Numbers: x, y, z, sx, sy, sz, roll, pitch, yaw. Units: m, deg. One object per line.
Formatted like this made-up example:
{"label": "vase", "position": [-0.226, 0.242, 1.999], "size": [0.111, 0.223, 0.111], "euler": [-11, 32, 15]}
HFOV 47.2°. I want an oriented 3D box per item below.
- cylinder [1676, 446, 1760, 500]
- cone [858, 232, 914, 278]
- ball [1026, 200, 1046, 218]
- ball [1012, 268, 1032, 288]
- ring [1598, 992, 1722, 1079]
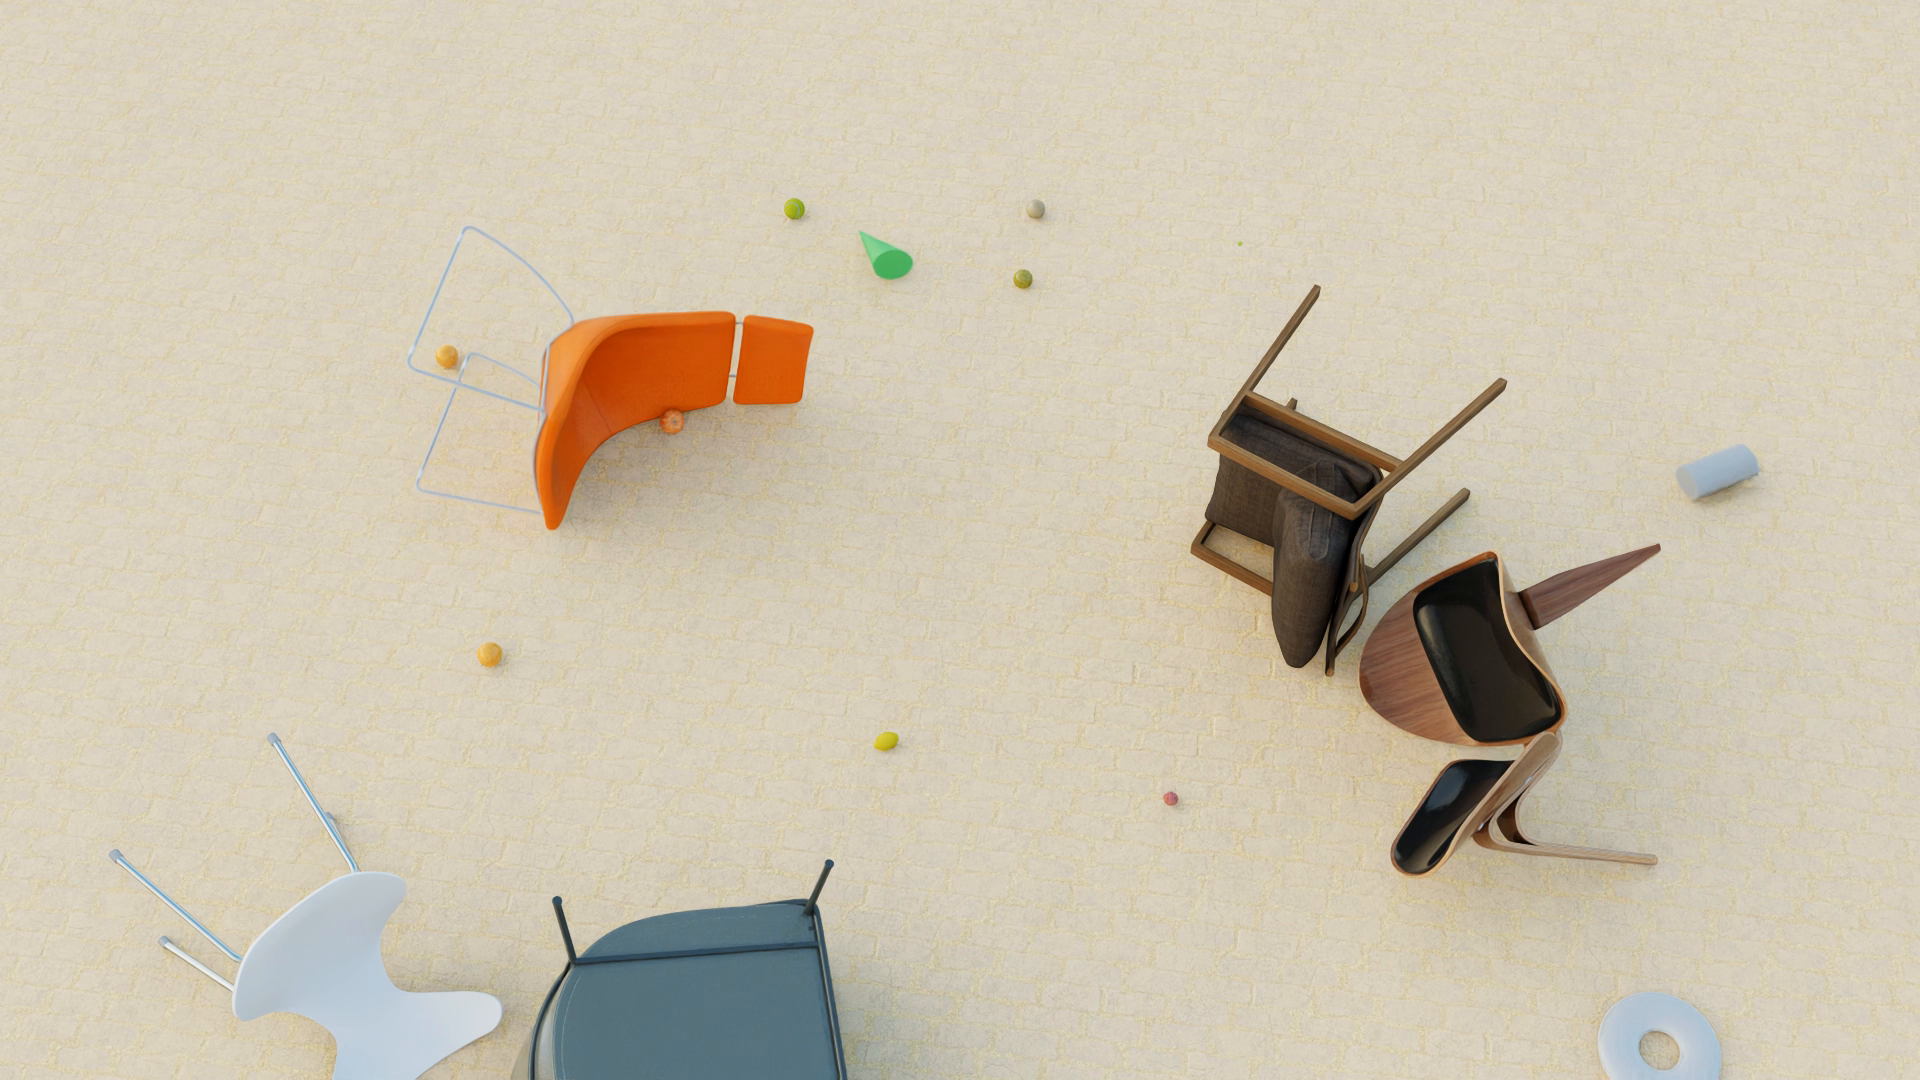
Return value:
{"label": "cylinder", "position": [2.296, -0.205, 6.660], "size": [0.219, 0.085, 0.109], "euler": [-20, 56, -13]}
{"label": "cone", "position": [-0.277, -0.956, 7.180], "size": [0.151, 0.106, 0.241], "euler": [-2, 32, -36]}
{"label": "ball", "position": [0.250, -1.094, 7.269], "size": [0.064, 0.064, 0.064], "euler": [0, 56, 0]}
{"label": "ball", "position": [0.203, -0.843, 7.101], "size": [0.064, 0.064, 0.064], "euler": [0, 56, 0]}
{"label": "ring", "position": [1.802, 1.315, 5.665], "size": [0.315, 0.045, 0.322], "euler": [23, 59, 14]}
